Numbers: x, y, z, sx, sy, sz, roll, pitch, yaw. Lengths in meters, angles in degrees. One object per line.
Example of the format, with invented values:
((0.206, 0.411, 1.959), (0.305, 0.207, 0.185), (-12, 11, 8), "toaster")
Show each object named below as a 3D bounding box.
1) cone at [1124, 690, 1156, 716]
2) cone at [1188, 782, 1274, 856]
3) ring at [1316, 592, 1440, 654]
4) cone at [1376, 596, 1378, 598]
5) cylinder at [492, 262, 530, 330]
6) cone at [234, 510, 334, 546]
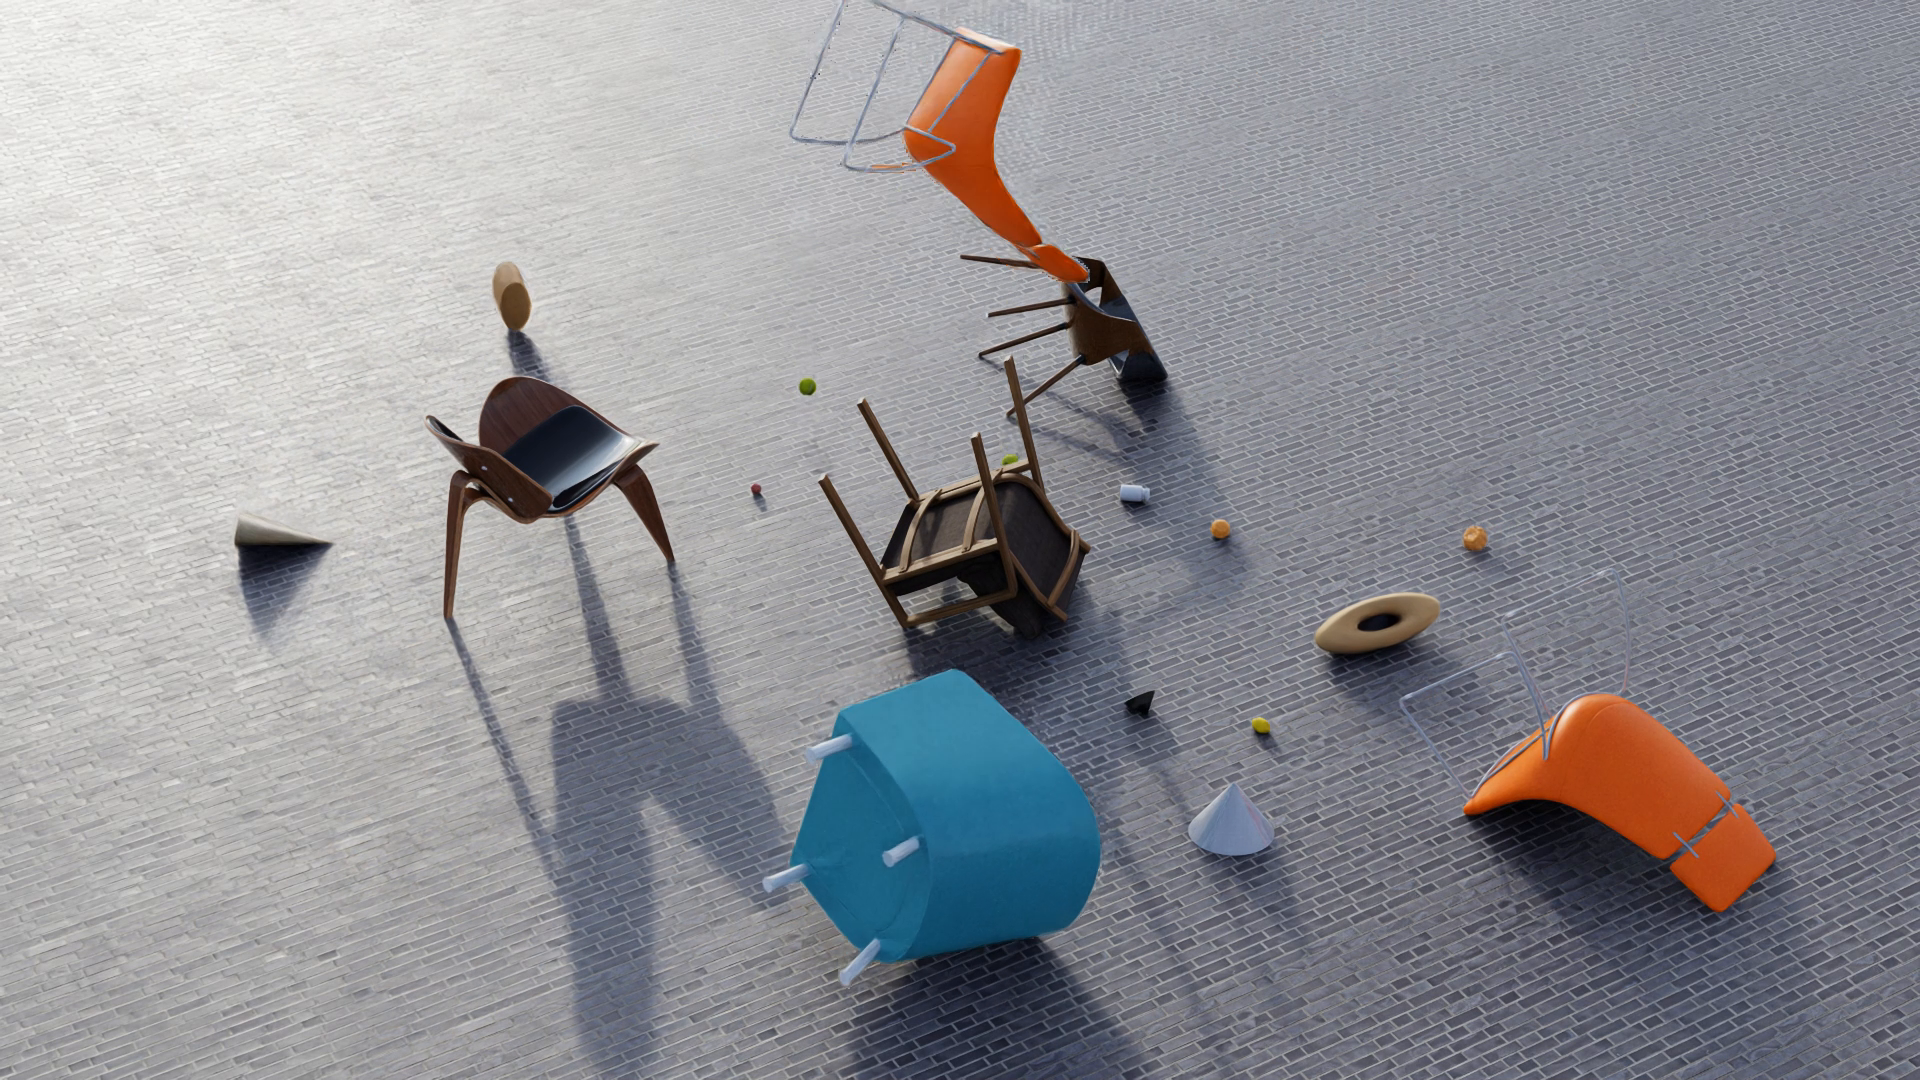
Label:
((0.628, 0.569, 10.041), (0.119, 0.067, 0.107), (-27, -13, 23), "cone")
((0.880, 0.859, 9.451), (0.280, 0.209, 0.239), (1, 33, 2), "cone")
((1.477, 0.294, 10.356), (0.483, 0.108, 0.184), (-15, 68, -13), "ring")
((1.495, 0.244, 10.470), (0.258, 0.114, 0.164), (2, 33, 3), "cone")
((-1.871, -1.015, 12.240), (0.128, 0.252, 0.144), (-11, 43, -16), "cylinder")
((-2.502, -0.017, 10.893), (0.351, 0.131, 0.315), (10, 7, -11), "cone")
